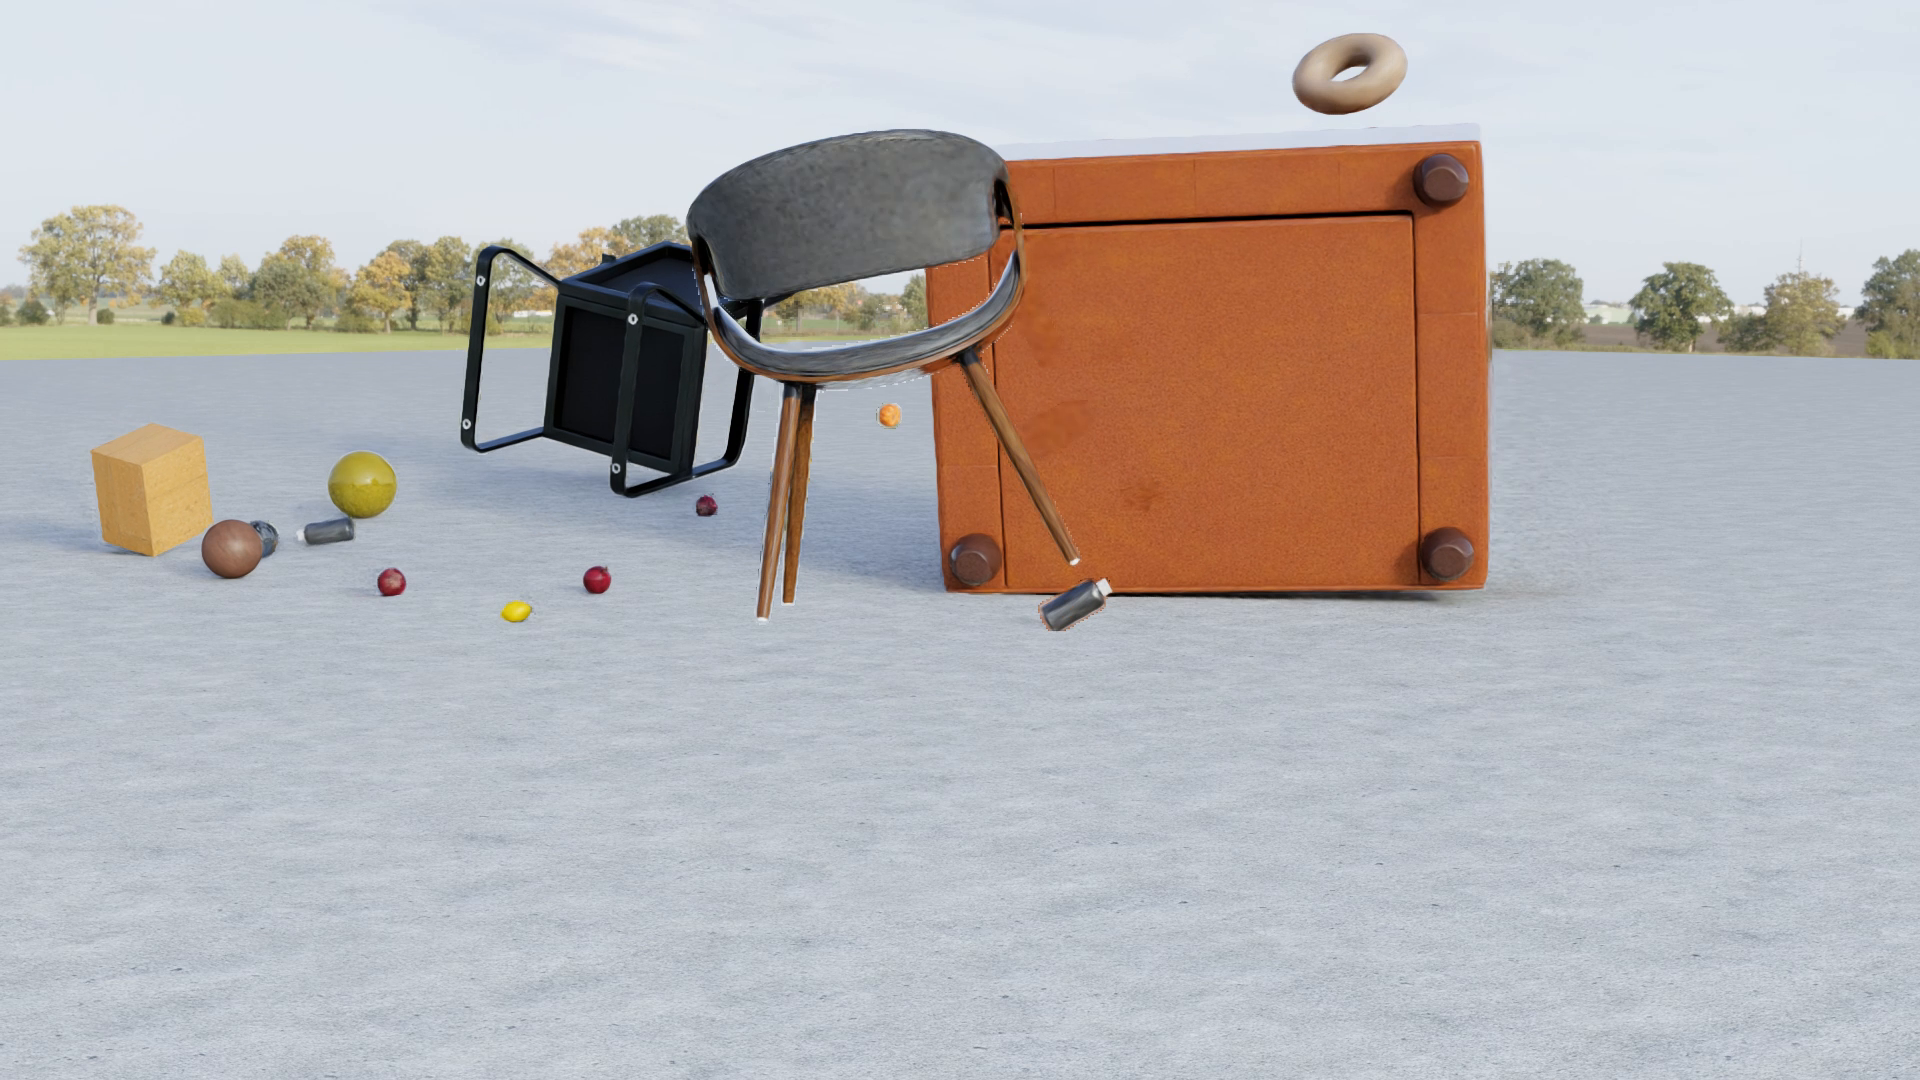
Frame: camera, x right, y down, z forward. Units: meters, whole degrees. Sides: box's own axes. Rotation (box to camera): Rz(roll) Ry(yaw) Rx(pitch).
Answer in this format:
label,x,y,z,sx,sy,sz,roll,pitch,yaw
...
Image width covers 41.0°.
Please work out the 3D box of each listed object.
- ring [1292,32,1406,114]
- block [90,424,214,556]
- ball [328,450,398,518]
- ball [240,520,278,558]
label,x,y,z,sx,sy,sz,roll,pitch,yaw
ring,0.796,-0.954,5.246,0.242,0.170,0.087,-10,-28,24
block,-1.913,-0.120,6.080,0.165,0.236,0.193,15,29,26
ball,-1.626,-0.152,6.980,0.186,0.186,0.186,0,6,0
ball,-1.638,-0.001,5.993,0.089,0.089,0.089,0,6,0
